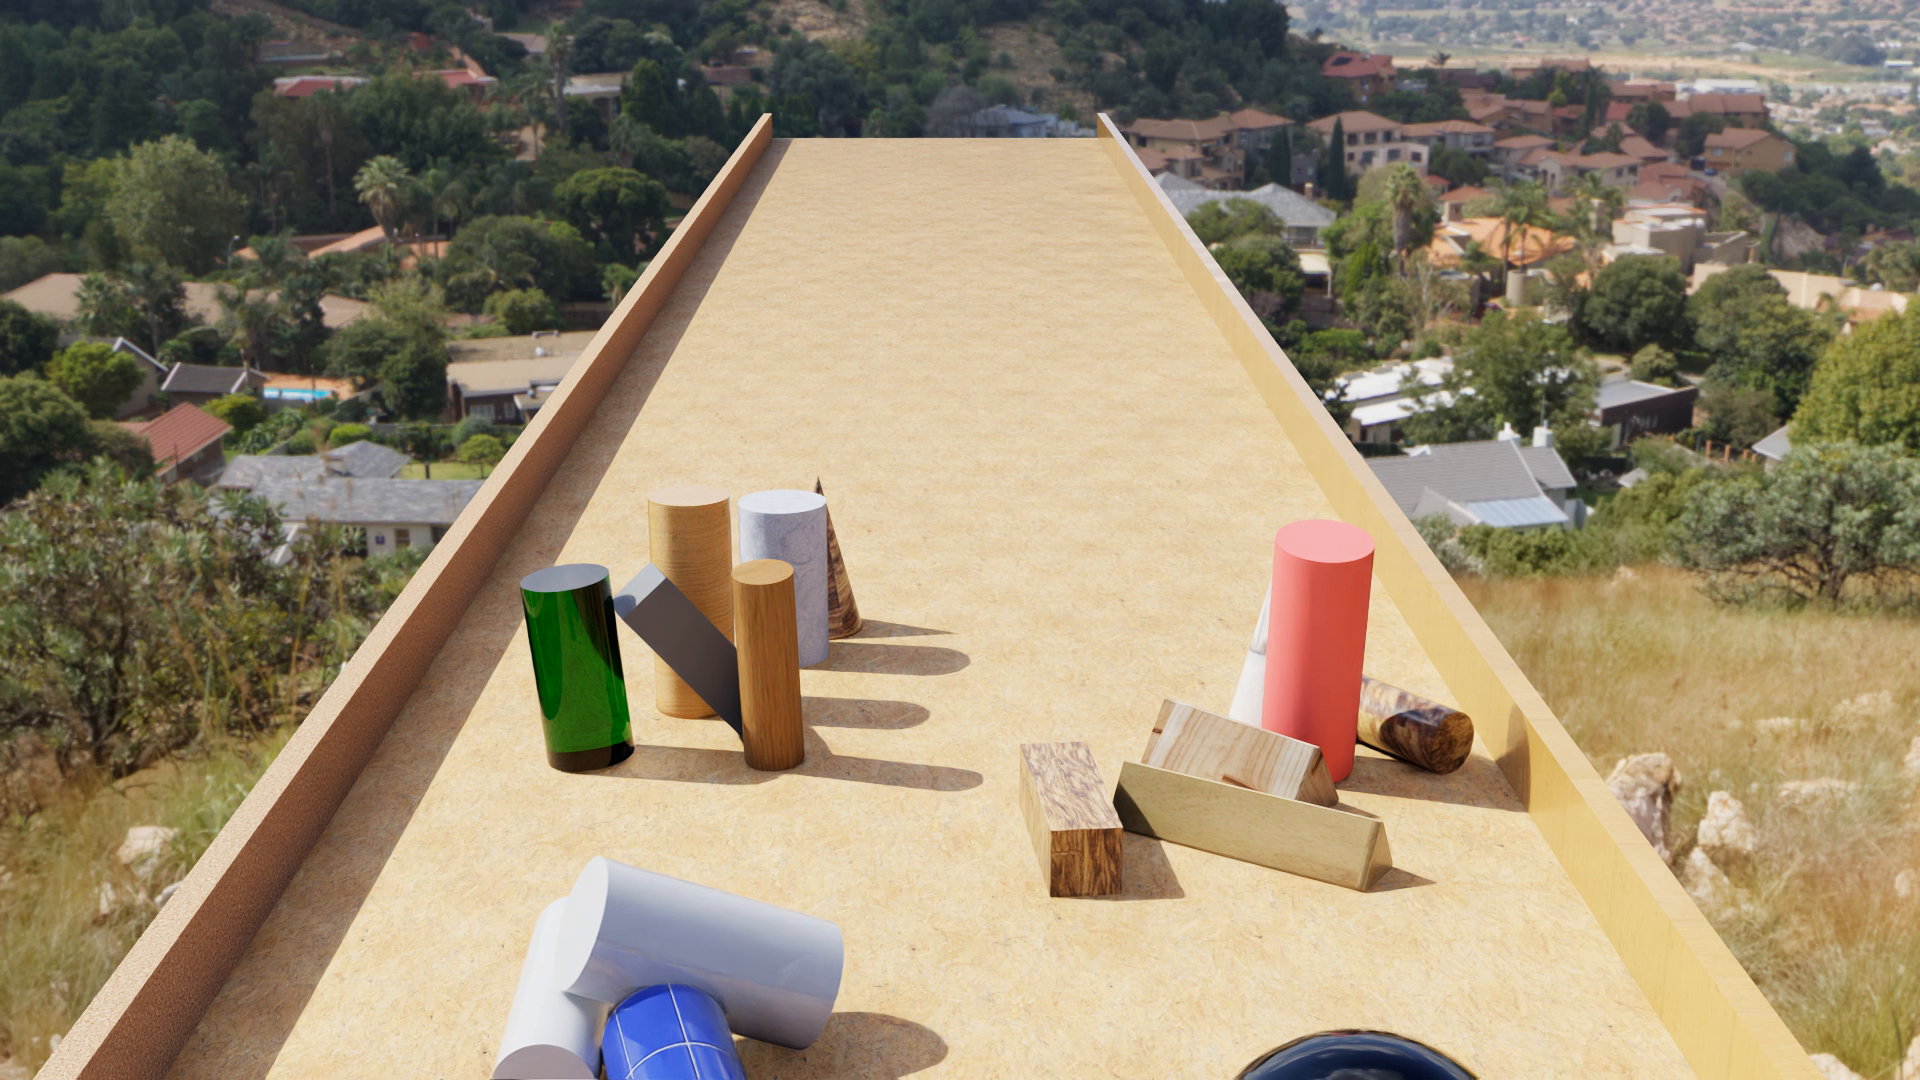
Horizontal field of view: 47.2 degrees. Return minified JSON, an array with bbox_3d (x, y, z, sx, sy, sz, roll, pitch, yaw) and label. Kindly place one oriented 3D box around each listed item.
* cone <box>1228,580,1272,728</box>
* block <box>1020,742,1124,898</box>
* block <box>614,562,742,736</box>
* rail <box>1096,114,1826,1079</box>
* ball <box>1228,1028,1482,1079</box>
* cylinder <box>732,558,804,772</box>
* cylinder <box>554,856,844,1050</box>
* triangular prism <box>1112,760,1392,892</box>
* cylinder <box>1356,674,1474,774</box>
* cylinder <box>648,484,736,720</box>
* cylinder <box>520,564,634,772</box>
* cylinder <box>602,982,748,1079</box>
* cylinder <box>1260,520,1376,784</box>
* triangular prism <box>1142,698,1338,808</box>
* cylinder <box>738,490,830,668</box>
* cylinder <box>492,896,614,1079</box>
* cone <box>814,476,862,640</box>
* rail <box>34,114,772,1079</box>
[{"bbox_3d":[0.565,0.200,3.990,0.162,0.321,0.162,0,17,0],"label":"cone"},{"bbox_3d":[0.175,0.444,3.538,0.111,0.111,0.355,-2,17,-6],"label":"block"},{"bbox_3d":[-0.465,0.205,3.946,0.105,0.351,0.105,-44,27,-5],"label":"block"},{"bbox_3d":[0.932,-0.844,7.801,0.050,0.150,12.000,0,17,-1],"label":"rail"},{"bbox_3d":[0.410,0.690,2.253,0.373,0.373,0.373,0,17,0],"label":"ball"},{"bbox_3d":[-0.334,0.220,3.836,0.107,0.361,0.107,-1,24,1],"label":"cylinder"},{"bbox_3d":[-0.341,0.543,2.879,0.335,0.176,0.176,20,9,-23],"label":"cylinder"},{"bbox_3d":[0.464,0.447,3.544,0.456,0.097,0.112,11,19,32],"label":"triangular prism"},{"bbox_3d":[0.757,0.314,3.971,0.113,0.113,0.345,-12,20,-34],"label":"cylinder"},{"bbox_3d":[-0.500,0.115,4.116,0.152,0.413,0.152,0,17,0],"label":"cylinder"},{"bbox_3d":[-0.672,0.223,3.869,0.155,0.333,0.155,-5,17,2],"label":"cylinder"},{"bbox_3d":[-0.320,0.693,2.611,0.162,0.162,0.410,-5,17,-15],"label":"cylinder"},{"bbox_3d":[0.611,0.195,3.779,0.166,0.431,0.166,0,26,0],"label":"cylinder"},{"bbox_3d":[0.478,0.367,3.777,0.135,0.117,0.329,-15,23,-43],"label":"triangular prism"},{"bbox_3d":[-0.353,0.077,4.406,0.175,0.321,0.175,0,17,0],"label":"cylinder"},{"bbox_3d":[-0.525,0.621,2.911,0.131,0.131,0.417,-1,17,-3],"label":"cylinder"},{"bbox_3d":[-0.292,0.023,4.566,0.177,0.333,0.177,0,17,0],"label":"cone"},{"bbox_3d":[-1.118,-0.838,7.780,0.050,0.150,12.000,0,17,-1],"label":"rail"}]
